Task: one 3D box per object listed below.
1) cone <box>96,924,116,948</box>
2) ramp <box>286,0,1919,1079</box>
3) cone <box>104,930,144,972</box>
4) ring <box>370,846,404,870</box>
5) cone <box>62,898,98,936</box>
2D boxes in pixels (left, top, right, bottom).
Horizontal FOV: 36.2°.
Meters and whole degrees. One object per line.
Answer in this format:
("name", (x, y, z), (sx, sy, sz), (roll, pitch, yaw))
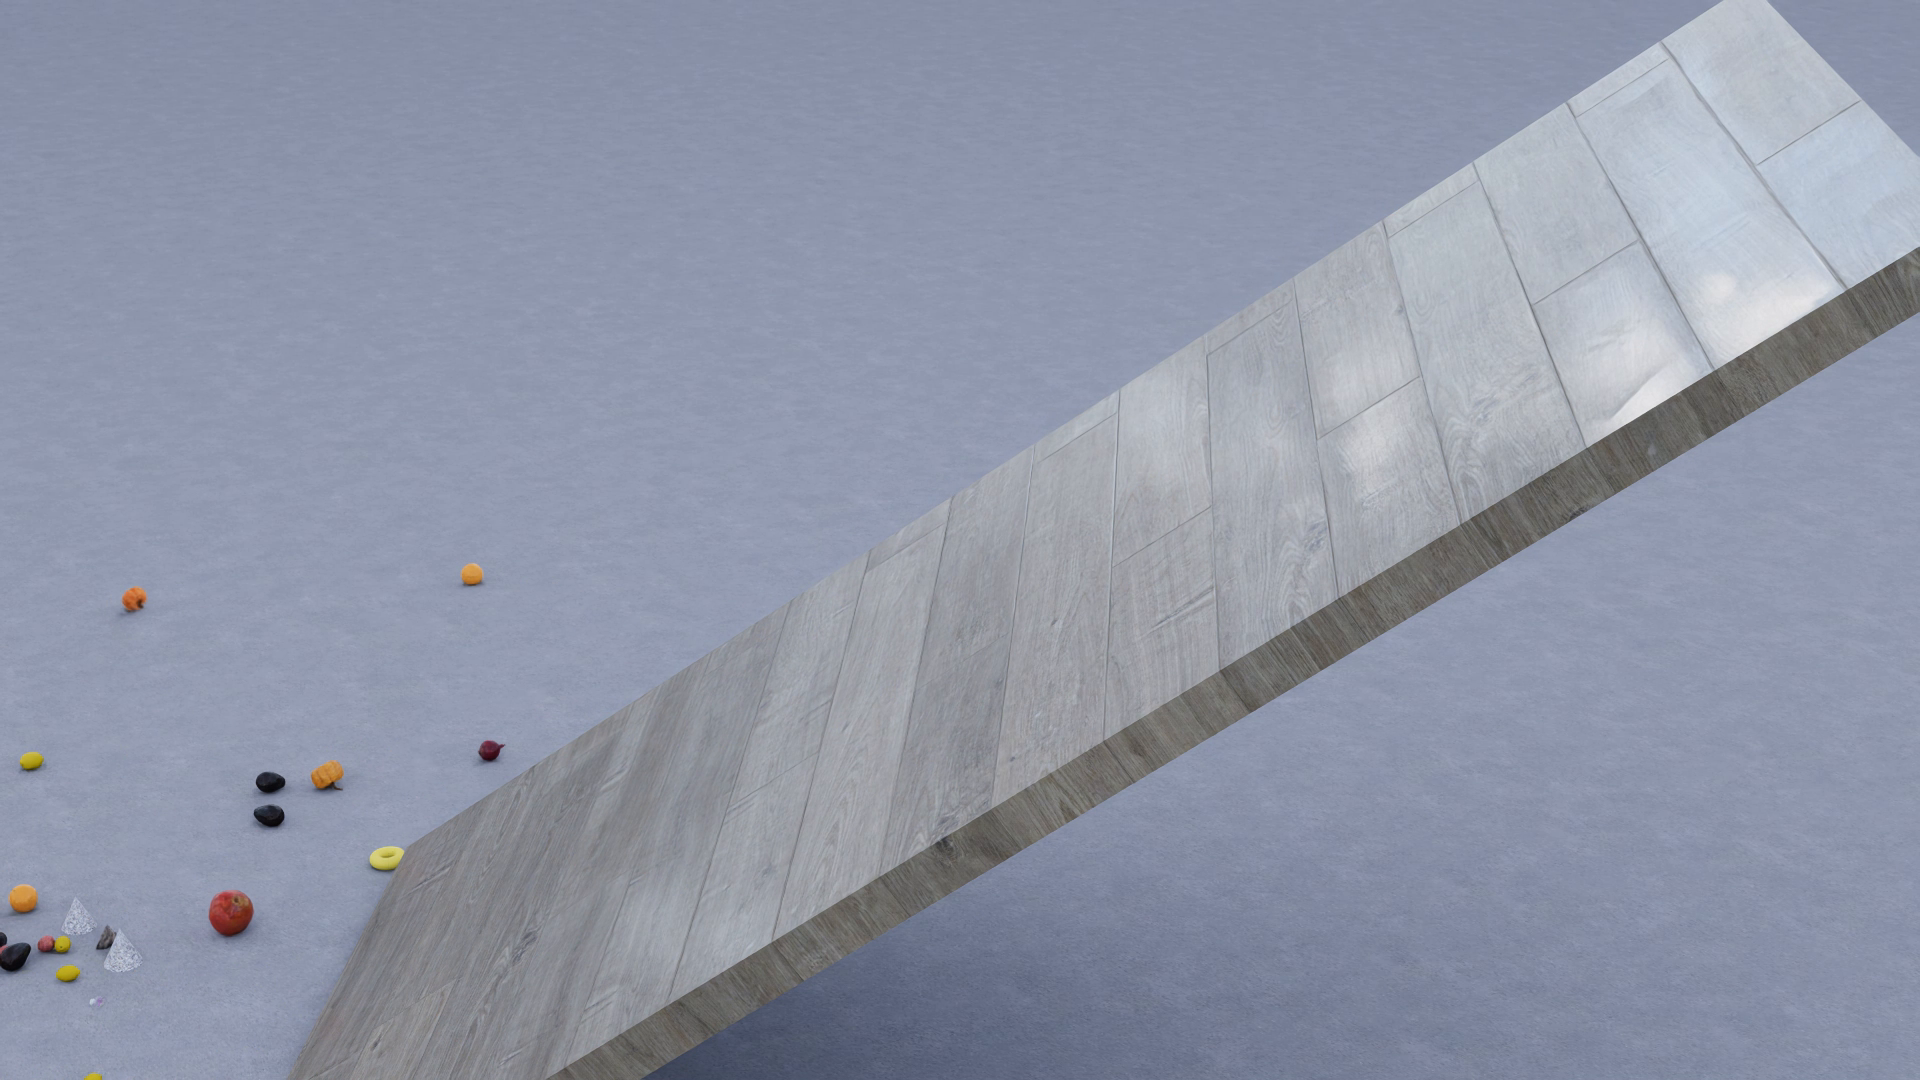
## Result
("cone", (-2.133, 1.010, 7.416), (0.065, 0.065, 0.065), (25, 19, -11))
("ramp", (0.135, 0.174, 6.307), (4.000, 0.100, 2.000), (-33, 16, 15))
("cone", (-2.088, 1.010, 7.326), (0.096, 0.096, 0.096), (0, 21, 0))
("ring", (-1.522, 0.847, 7.828), (0.098, 0.033, 0.098), (-1, 22, 0))
("cone", (-2.250, 0.947, 7.497), (0.088, 0.088, 0.088), (0, 21, 0))
